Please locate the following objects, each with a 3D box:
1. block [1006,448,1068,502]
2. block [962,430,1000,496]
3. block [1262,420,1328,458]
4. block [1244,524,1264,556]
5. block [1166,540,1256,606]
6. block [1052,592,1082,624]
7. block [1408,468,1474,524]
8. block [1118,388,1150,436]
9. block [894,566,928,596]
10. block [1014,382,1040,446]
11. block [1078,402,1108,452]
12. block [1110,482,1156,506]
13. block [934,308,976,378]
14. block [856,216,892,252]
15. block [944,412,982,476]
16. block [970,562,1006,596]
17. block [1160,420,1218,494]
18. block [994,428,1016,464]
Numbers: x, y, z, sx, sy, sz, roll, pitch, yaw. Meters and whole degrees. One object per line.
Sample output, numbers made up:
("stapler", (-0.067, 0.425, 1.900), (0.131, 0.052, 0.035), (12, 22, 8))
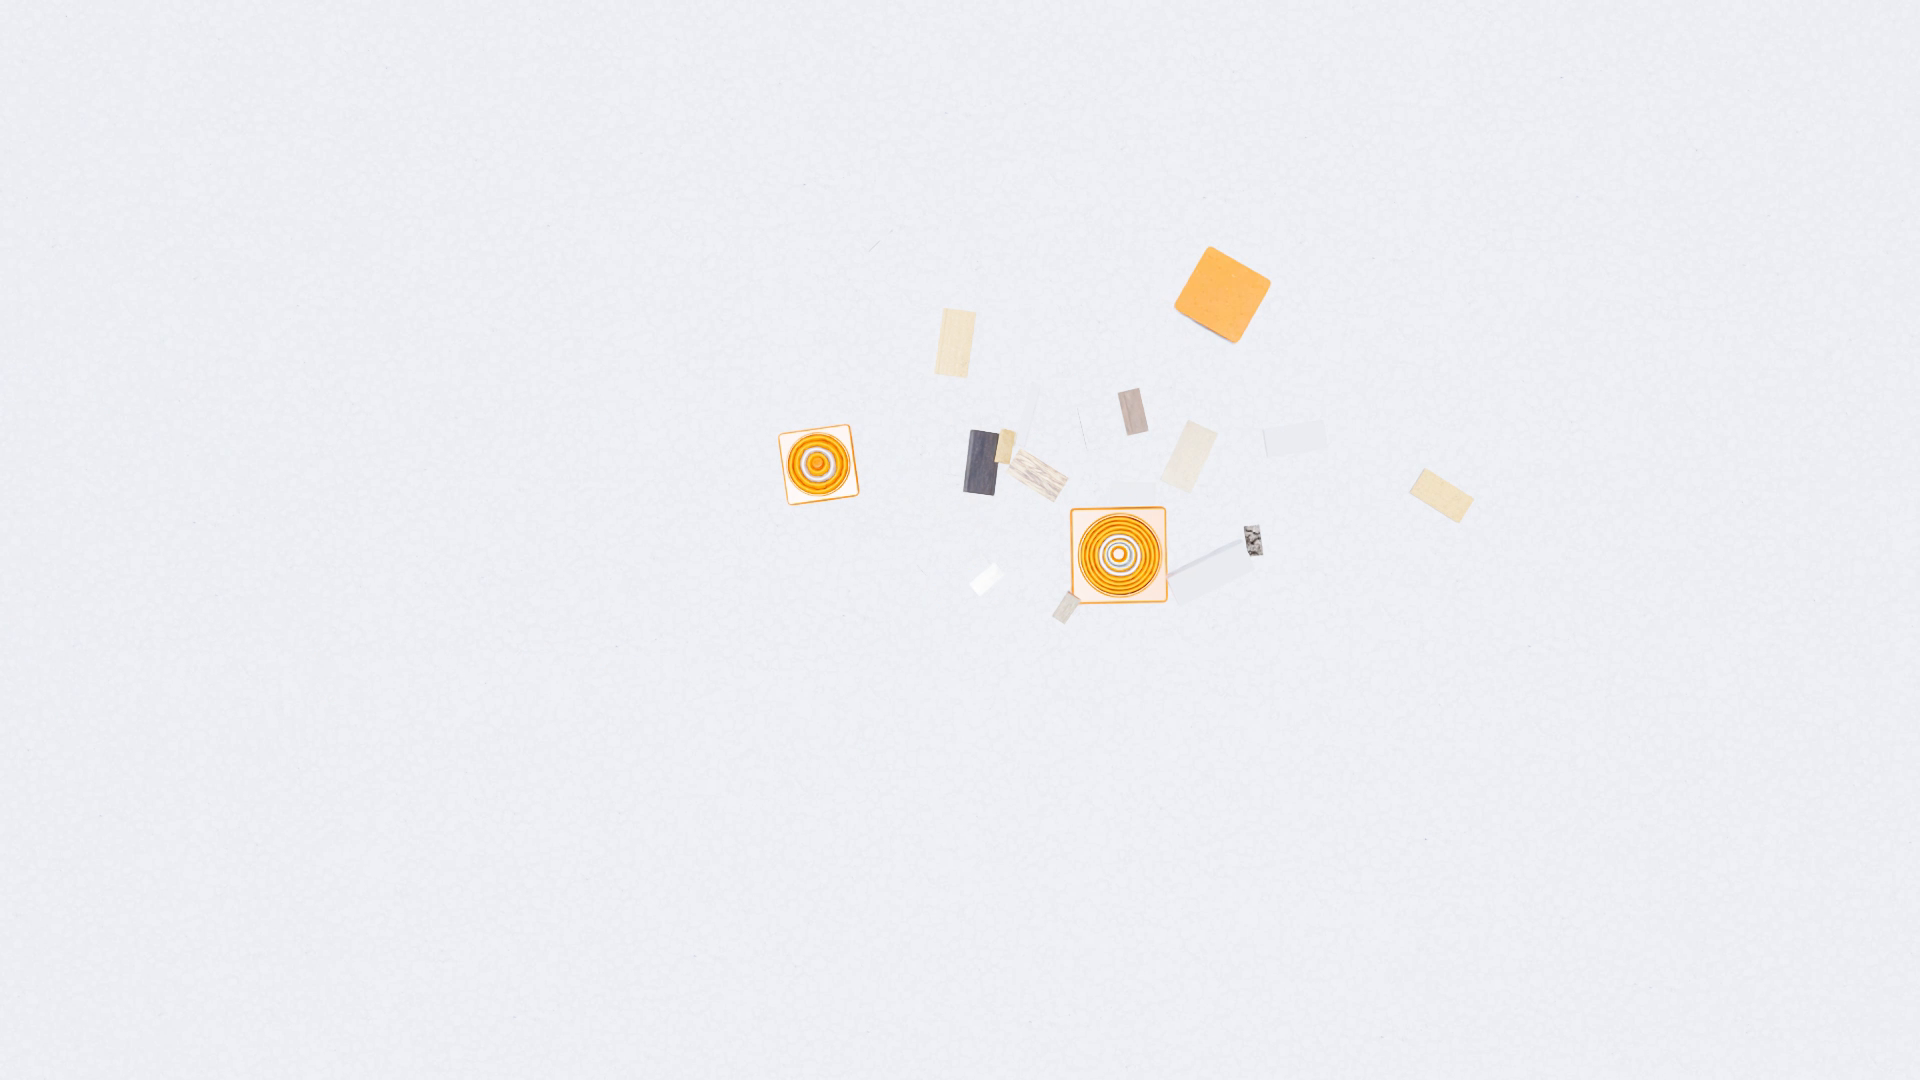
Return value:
("block", (0.256, -0.215, 5.486), (0.191, 0.027, 0.095), (32, 90, 0))
("block", (0.074, -0.256, 5.463), (0.104, 0.030, 0.209), (7, 90, -28))
("block", (1.115, -0.337, 5.486), (0.201, 0.027, 0.095), (-9, 90, 0))
("block", (0.978, 0.003, 5.493), (0.052, 0.015, 0.104), (-8, 90, 0))
("block", (0.829, 0.108, 5.467), (0.279, 0.031, 0.109), (-26, 110, 0))
("block", (0.353, 0.225, 5.473), (0.052, 0.015, 0.103), (32, 113, 0))
("block", (1.602, -0.147, 5.486), (0.191, 0.027, 0.095), (32, 90, 0))
("block", (0.576, -0.426, 5.490), (0.074, 0.021, 0.148), (-13, 90, 0))
("block", (-0.165, 0.137, 5.493), (0.104, 0.015, 0.052), (-41, 90, 0))
("block", (0.222, -0.413, 5.447), (0.030, 0.104, 0.209), (15, 90, -2))
("block", (0.443, -0.376, 5.490), (0.074, 0.021, 0.148), (-13, 90, 0))
("block", (0.575, -0.154, 5.490), (0.148, 0.021, 0.074), (1, 90, 0))
("block", (-0.016, -0.654, 5.485), (0.109, 0.031, 0.219), (8, 90, 0))
("block", (-0.284, -1.018, 5.492), (0.113, 0.016, 0.056), (-42, 90, 0))
("block", (0.011, -0.316, 5.485), (0.104, 0.030, 0.209), (7, 90, 0))
("block", (0.090, 0.130, 5.492), (0.113, 0.016, 0.056), (-40, 90, 0))
("block", (0.762, -0.277, 5.485), (0.109, 0.031, 0.219), (25, 90, 0))
("block", (0.150, -0.310, 5.475), (0.056, 0.016, 0.113), (11, 90, -44))
